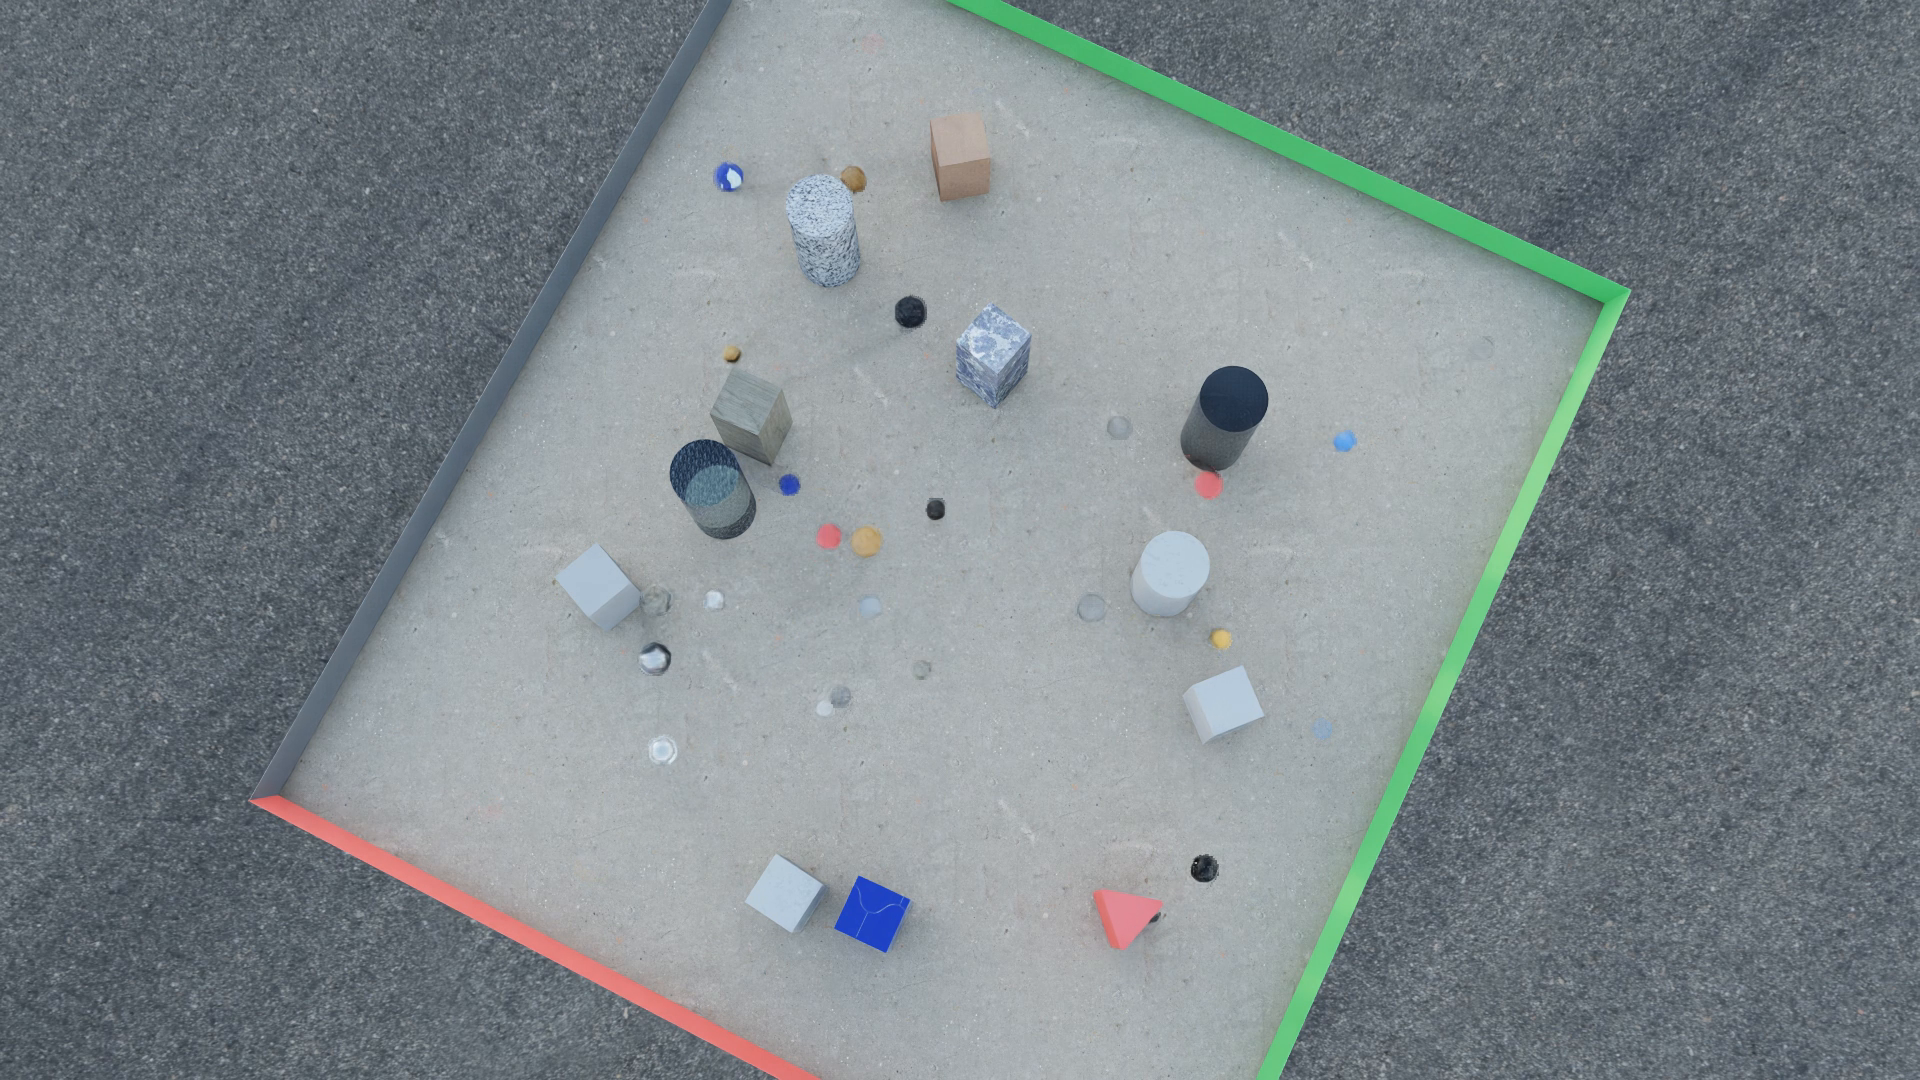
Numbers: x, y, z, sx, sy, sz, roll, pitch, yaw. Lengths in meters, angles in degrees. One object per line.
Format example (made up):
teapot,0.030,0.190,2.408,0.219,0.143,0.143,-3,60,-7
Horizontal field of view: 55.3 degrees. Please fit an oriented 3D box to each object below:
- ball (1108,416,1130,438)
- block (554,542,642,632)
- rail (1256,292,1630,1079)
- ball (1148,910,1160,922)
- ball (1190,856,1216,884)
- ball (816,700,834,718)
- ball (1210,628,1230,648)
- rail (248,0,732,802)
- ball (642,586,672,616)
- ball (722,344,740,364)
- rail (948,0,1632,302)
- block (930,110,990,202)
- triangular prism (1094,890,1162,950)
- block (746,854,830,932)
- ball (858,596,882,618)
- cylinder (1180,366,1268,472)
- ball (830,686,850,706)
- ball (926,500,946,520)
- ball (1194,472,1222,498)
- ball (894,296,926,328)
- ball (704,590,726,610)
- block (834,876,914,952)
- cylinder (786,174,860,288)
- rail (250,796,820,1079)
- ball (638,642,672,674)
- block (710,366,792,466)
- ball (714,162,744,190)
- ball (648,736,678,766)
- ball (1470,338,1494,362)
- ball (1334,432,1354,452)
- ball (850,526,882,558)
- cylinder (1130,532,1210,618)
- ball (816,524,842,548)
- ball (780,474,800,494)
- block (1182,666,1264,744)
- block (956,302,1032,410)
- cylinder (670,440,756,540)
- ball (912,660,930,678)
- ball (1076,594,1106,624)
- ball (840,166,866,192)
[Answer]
ball,0.490,-0.347,5.652,0.072,0.072,0.072,0,78,0
block,-1.063,0.144,5.442,0.157,0.284,0.157,-40,81,-8
rail,1.322,0.654,5.415,0.045,0.128,3.248,26,80,5
ball,0.564,1.099,5.368,0.041,0.041,0.041,0,78,0
ball,0.715,0.968,5.377,0.076,0.076,0.076,0,78,0
ball,-0.405,0.504,5.485,0.054,0.054,0.054,0,78,0
ball,0.784,0.298,5.524,0.061,0.061,0.061,0,78,0
rail,-1.322,-0.641,5.683,0.045,0.128,3.248,26,80,5
ball,-0.908,0.185,5.482,0.090,0.090,0.090,0,78,0
ball,-0.712,-0.580,5.708,0.057,0.057,0.057,0,78,0
rail,0.716,-1.395,5.839,3.004,0.128,0.045,26,80,5
block,0.000,-1.196,5.721,0.157,0.279,0.157,-11,79,-2
triangular prism,0.449,1.051,5.225,0.147,0.341,0.170,41,81,8
block,-0.492,1.015,5.256,0.157,0.294,0.157,32,80,6
ball,-0.273,0.202,5.540,0.069,0.069,0.069,0,78,0
cylinder,0.781,-0.355,5.451,0.196,0.468,0.196,0,78,0
ball,-0.359,0.468,5.487,0.064,0.064,0.064,0,78,0
ball,-0.074,-0.092,5.604,0.061,0.061,0.061,0,78,0
ball,0.753,-0.168,5.571,0.080,0.080,0.080,0,78,0
ball,-0.156,-0.710,5.713,0.098,0.098,0.098,0,78,0
ball,-0.741,0.182,5.546,0.065,0.065,0.065,0,78,0
block,-0.240,1.062,5.201,0.157,0.383,0.157,24,79,5
cylinder,-0.413,-0.937,5.588,0.196,0.435,0.196,0,78,0
rail,-0.716,1.408,5.259,3.004,0.128,0.045,26,80,5
ball,-0.915,0.356,5.494,0.096,0.096,0.096,0,78,0
block,-0.622,-0.367,5.502,0.157,0.373,0.157,24,79,5
ball,-0.732,-1.152,5.810,0.089,0.089,0.089,0,78,0
ball,-0.881,0.627,5.443,0.086,0.086,0.086,0,78,0
ball,1.623,-0.594,5.702,0.074,0.074,0.074,0,78,0
ball,1.183,-0.302,5.647,0.062,0.062,0.062,0,78,0
ball,-0.286,0.007,5.567,0.094,0.094,0.094,0,78,0
cylinder,0.618,0.105,5.419,0.196,0.344,0.196,0,78,0
ball,-0.398,-0.012,5.579,0.078,0.078,0.078,0,78,0
ball,-0.524,-0.172,5.621,0.062,0.062,0.062,0,78,0
block,0.771,0.486,5.388,0.157,0.251,0.157,-21,79,-4
block,0.099,-0.552,5.535,0.157,0.383,0.157,39,81,7
cylinder,-0.724,-0.144,5.412,0.196,0.460,0.196,0,78,0
ball,-0.115,0.388,5.509,0.054,0.054,0.054,0,78,0
ball,0.397,0.208,5.528,0.088,0.088,0.088,0,78,0
ball,-0.339,-1.146,5.813,0.080,0.080,0.080,0,78,0
